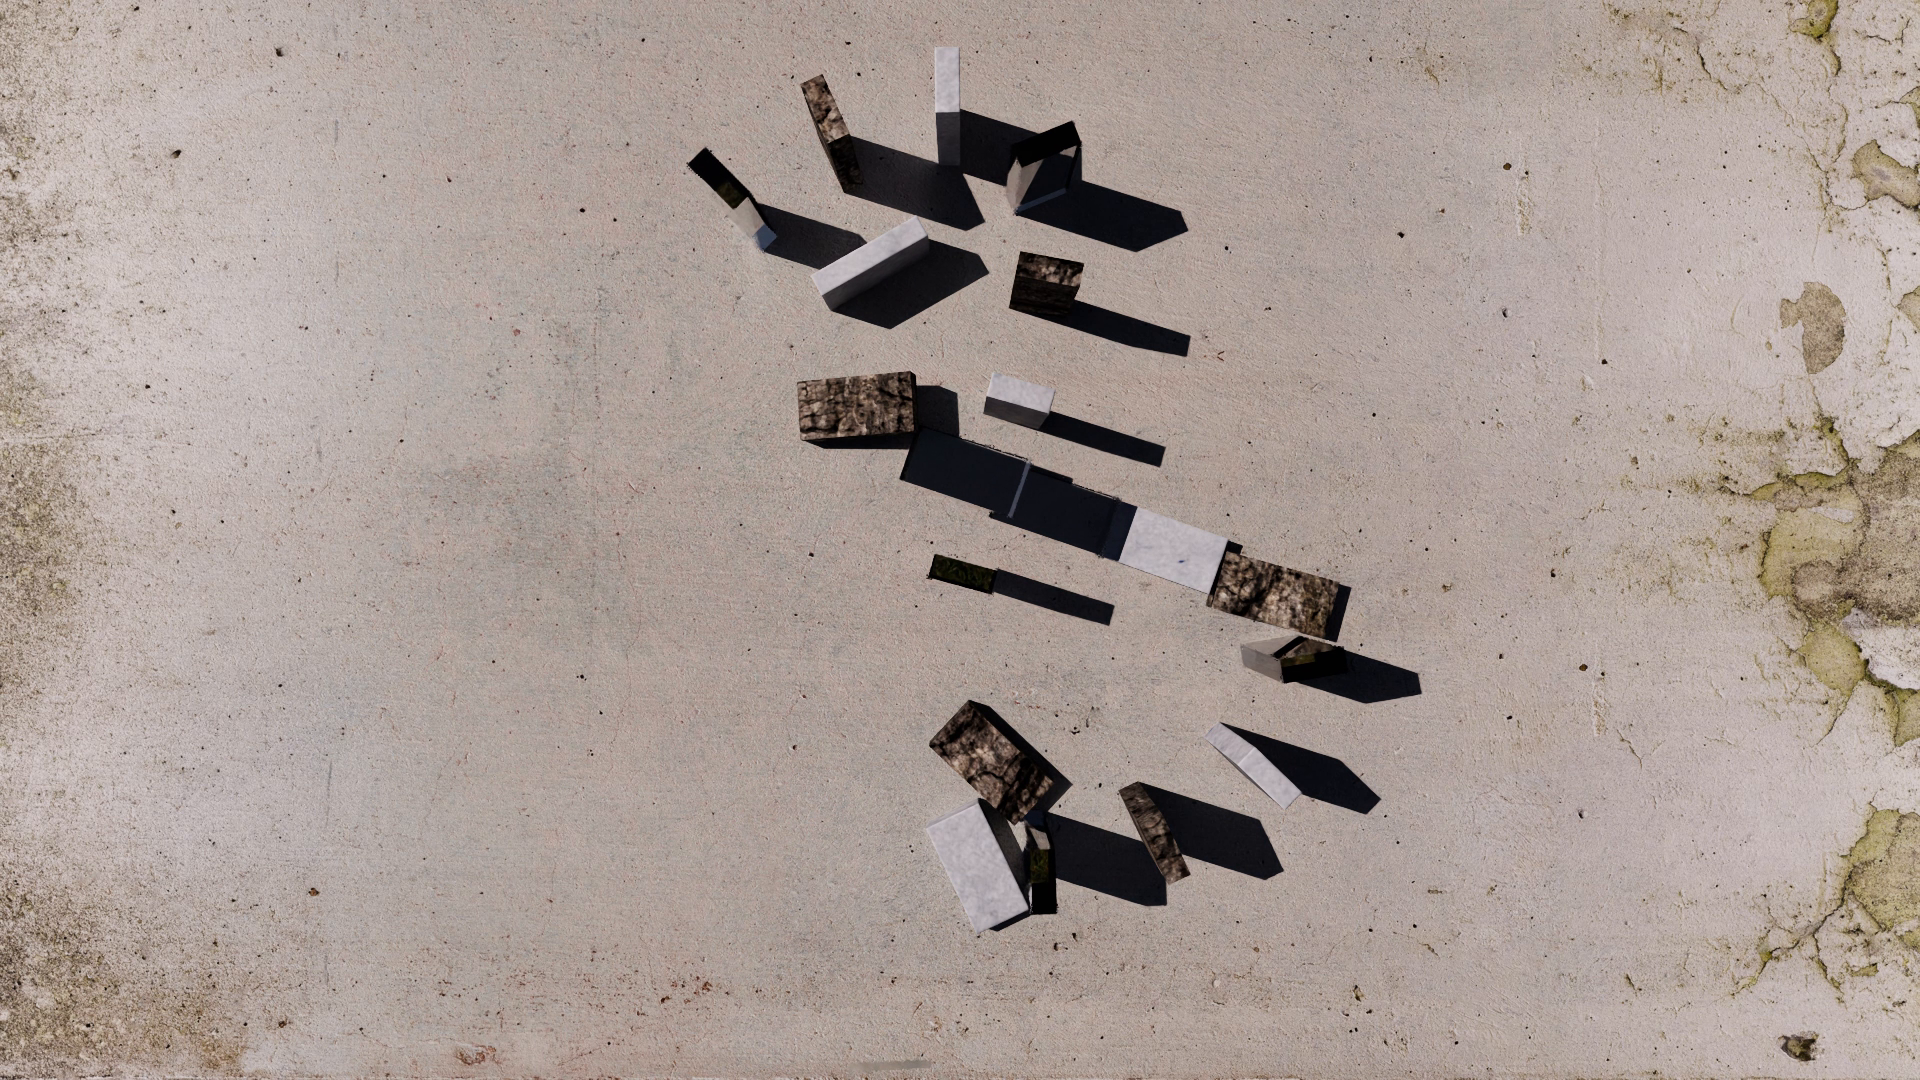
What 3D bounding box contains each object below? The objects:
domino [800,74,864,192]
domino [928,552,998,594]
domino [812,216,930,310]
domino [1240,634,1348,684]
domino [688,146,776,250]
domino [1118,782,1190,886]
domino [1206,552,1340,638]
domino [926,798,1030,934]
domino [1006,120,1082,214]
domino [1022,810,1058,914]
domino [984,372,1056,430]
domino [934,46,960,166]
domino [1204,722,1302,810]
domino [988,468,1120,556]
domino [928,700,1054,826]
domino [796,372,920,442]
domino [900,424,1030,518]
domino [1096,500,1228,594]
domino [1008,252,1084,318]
[{"bbox_3d":[-0.052,-0.165,0.375,0.010,0.050,0.025,-25,90,0],"label":"domino"},{"bbox_3d":[0.001,0.013,0.375,0.025,0.050,0.009,15,90,0],"label":"domino"},{"bbox_3d":[-0.037,-0.116,0.388,0.050,0.025,0.009,-30,90,0],"label":"domino"},{"bbox_3d":[0.135,0.048,0.375,0.025,0.050,0.010,-10,90,0],"label":"domino"},{"bbox_3d":[-0.092,-0.138,0.375,0.009,0.050,0.025,-45,90,0],"label":"domino"},{"bbox_3d":[0.079,0.119,0.375,0.009,0.050,0.025,-26,90,0],"label":"domino"},{"bbox_3d":[0.135,0.023,0.395,0.050,0.009,0.025,15,90,0],"label":"domino"},{"bbox_3d":[0.008,0.140,0.395,0.025,0.009,0.050,-26,90,0],"label":"domino"},{"bbox_3d":[0.033,-0.151,0.375,0.025,0.050,0.009,-22,90,0],"label":"domino"},{"bbox_3d":[0.032,0.131,0.375,0.009,0.050,0.025,-2,90,0],"label":"domino"},{"bbox_3d":[0.023,-0.056,0.375,0.025,0.050,0.010,16,90,0],"label":"domino"},{"bbox_3d":[-0.005,-0.176,0.375,0.010,0.050,0.025,0,90,0],"label":"domino"},{"bbox_3d":[0.118,0.091,0.375,0.025,0.050,0.009,44,90,0],"label":"domino"},{"bbox_3d":[0.040,-0.013,0.391,0.050,0.009,0.025,19,90,11],"label":"domino"},{"bbox_3d":[0.013,0.096,0.395,0.050,0.009,0.025,43,90,0],"label":"domino"},{"bbox_3d":[-0.043,-0.057,0.391,0.050,0.010,0.025,-3,90,11],"label":"domino"},{"bbox_3d":[0.002,-0.029,0.390,0.050,0.009,0.025,19,90,13],"label":"domino"},{"bbox_3d":[0.087,0.003,0.395,0.050,0.009,0.025,20,90,0],"label":"domino"},{"bbox_3d":[0.034,-0.103,0.375,0.025,0.050,0.009,11,90,0],"label":"domino"}]
